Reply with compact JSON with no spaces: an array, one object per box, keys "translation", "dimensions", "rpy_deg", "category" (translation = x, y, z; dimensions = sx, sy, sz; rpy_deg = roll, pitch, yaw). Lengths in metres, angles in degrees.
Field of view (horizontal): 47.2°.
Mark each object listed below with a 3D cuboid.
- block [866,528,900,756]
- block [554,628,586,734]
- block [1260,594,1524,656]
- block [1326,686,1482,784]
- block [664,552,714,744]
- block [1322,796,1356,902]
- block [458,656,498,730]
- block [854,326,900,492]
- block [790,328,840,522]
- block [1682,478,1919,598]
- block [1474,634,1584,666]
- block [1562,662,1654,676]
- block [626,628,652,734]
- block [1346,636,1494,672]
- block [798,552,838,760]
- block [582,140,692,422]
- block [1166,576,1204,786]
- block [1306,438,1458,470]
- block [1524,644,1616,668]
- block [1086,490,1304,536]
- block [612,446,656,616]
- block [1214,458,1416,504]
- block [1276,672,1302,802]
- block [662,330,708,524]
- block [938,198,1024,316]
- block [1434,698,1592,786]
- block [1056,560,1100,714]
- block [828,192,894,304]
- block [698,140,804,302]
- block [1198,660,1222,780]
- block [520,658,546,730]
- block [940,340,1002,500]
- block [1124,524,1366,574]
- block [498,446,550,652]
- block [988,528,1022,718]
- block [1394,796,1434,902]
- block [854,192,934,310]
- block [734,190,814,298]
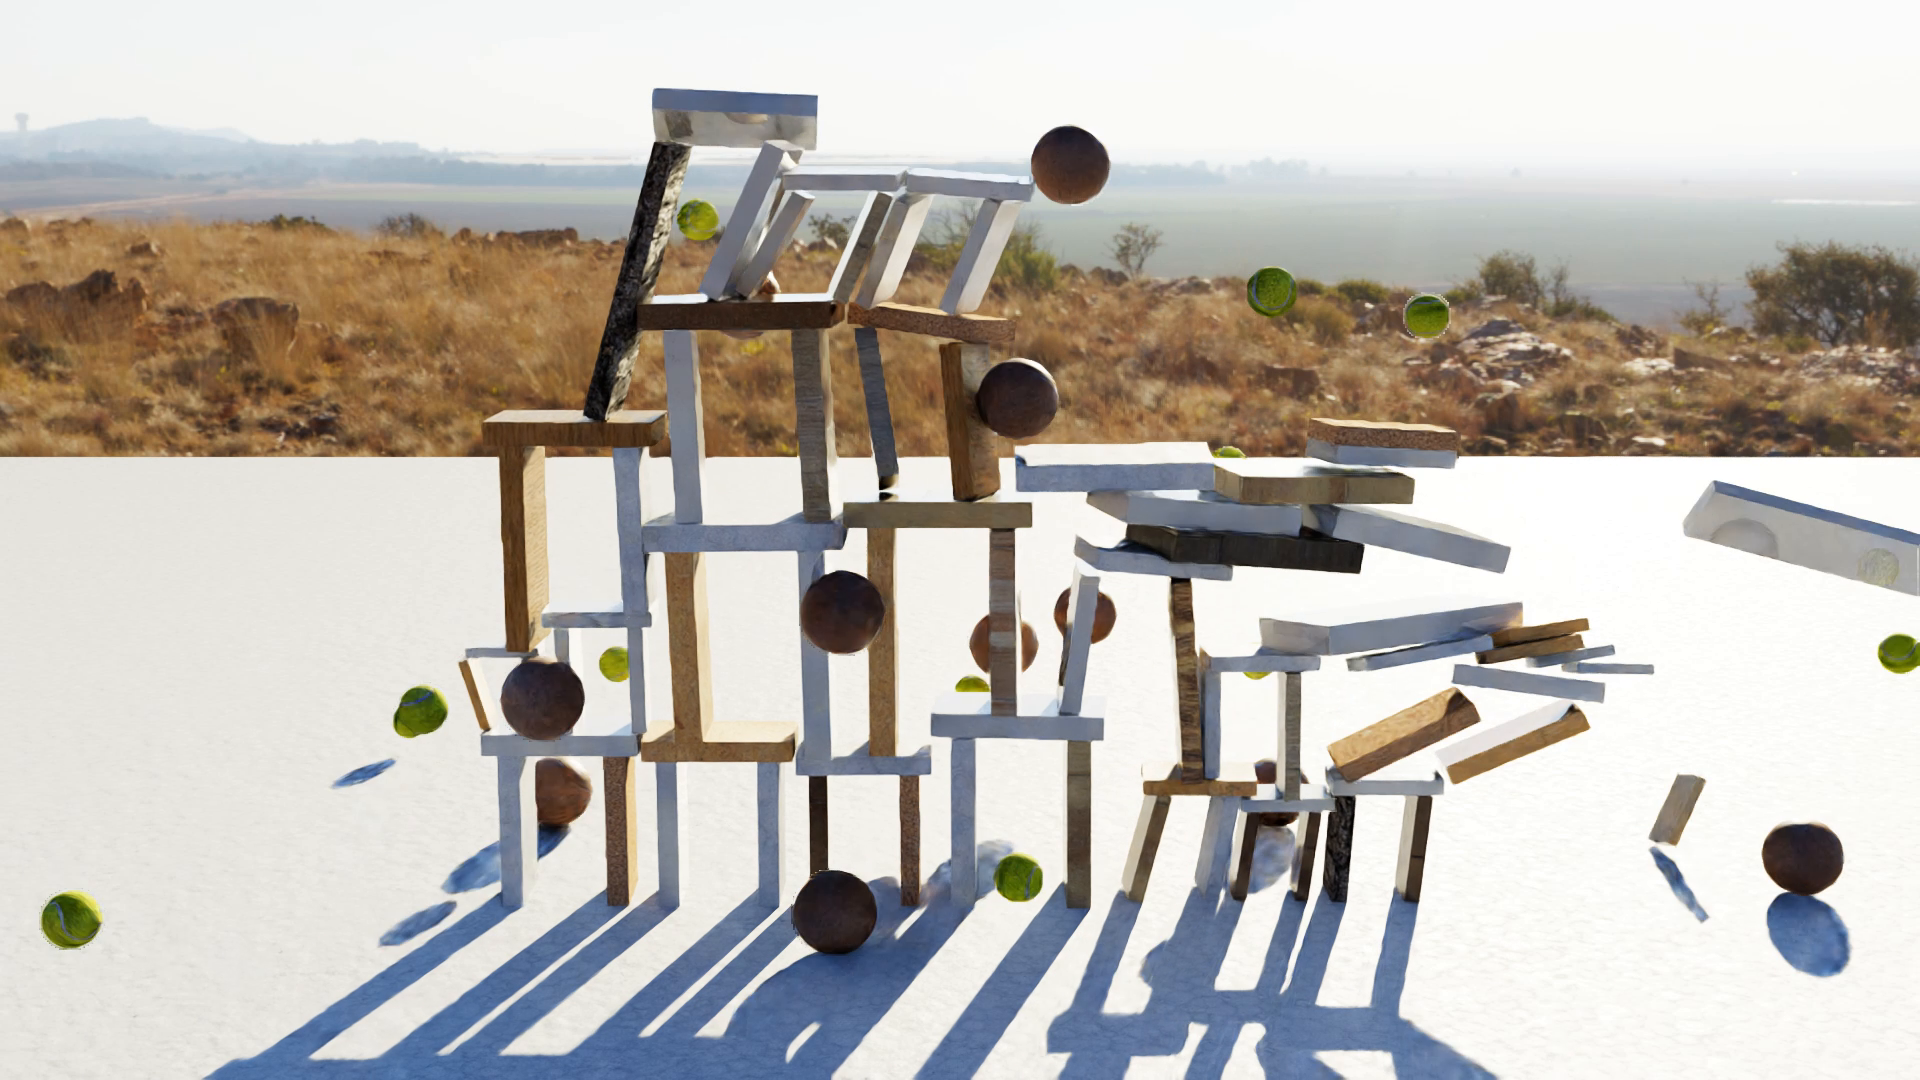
[{"translation":[-0.125,0.155,3.594],"dimensions":[0.043,0.371,0.151],"rpy_deg":[0,8,1],"category":"block"},{"translation":[-0.639,0.219,3.596],"dimensions":[0.025,0.176,0.088],"rpy_deg":[0,11,3],"category":"block"},{"translation":[0.716,0.138,3.636],"dimensions":[0.424,0.048,0.171],"rpy_deg":[-5,6,-31],"category":"block"},{"translation":[0.728,0.319,3.617],"dimensions":[0.238,0.034,0.119],"rpy_deg":[-26,10,3],"category":"block"},{"translation":[-0.441,0.160,3.584],"dimensions":[0.044,0.314,0.157],"rpy_deg":[-2,11,1],"category":"block"},{"translation":[0.630,0.499,3.656],"dimensions":[0.026,0.182,0.091],"rpy_deg":[3,10,-1],"category":"block"},{"translation":[-0.790,0.248,3.608],"dimensions":[0.017,0.119,0.059],"rpy_deg":[-16,10,3],"category":"block"},{"translation":[-0.136,-0.214,3.592],"dimensions":[0.035,0.248,0.124],"rpy_deg":[-9,-8,-3],"category":"block"},{"translation":[-0.231,-0.193,3.522],"dimensions":[0.043,0.304,0.152],"rpy_deg":[-3,10,2],"category":"block"},{"translation":[1.509,0.021,3.652],"dimensions":[0.611,0.109,0.031],"rpy_deg":[14,46,-6],"category":"block"},{"translation":[0.935,0.180,3.614],"dimensions":[0.160,0.023,0.080],"rpy_deg":[-10,-4,0],"category":"block"},{"translation":[1.072,0.213,3.641],"dimensions":[0.132,0.019,0.066],"rpy_deg":[2,-3,-7],"category":"block"},{"translation":[-0.524,0.218,3.596],"dimensions":[0.025,0.176,0.088],"rpy_deg":[-1,11,-3],"category":"block"},{"translation":[0.750,0.186,3.589],"dimensions":[0.224,0.023,0.080],"rpy_deg":[-9,-1,-14],"category":"block"},{"translation":[-0.231,0.172,3.583],"dimensions":[0.044,0.342,0.157],"rpy_deg":[-1,11,0],"category":"block"},{"translation":[-0.509,-0.409,3.472],"dimensions":[0.036,0.443,0.128],"rpy_deg":[17,12,1],"category":"block"},{"translation":[0.364,0.217,3.573],"dimensions":[0.032,0.342,0.114],"rpy_deg":[-4,15,1],"category":"block"},{"translation":[0.691,-0.142,3.611],"dimensions":[0.218,0.031,0.109],"rpy_deg":[2,9,-18],"category":"block"},{"translation":[1.007,0.191,3.632],"dimensions":[0.132,0.019,0.066],"rpy_deg":[-9,-2,-4],"category":"block"},{"translation":[0.373,-0.054,3.507],"dimensions":[0.307,0.043,0.153],"rpy_deg":[4,11,-22],"category":"block"},{"translation":[-0.524,-0.026,3.550],"dimensions":[0.038,0.270,0.135],"rpy_deg":[-2,11,-1],"category":"block"},{"translation":[0.563,-0.095,3.568],"dimensions":[0.307,0.043,0.153],"rpy_deg":[0,12,-19],"category":"block"},{"translation":[0.539,0.311,3.606],"dimensions":[0.026,0.215,0.090],"rpy_deg":[-1,12,-1],"category":"block"},{"translation":[-0.438,-0.190,3.522],"dimensions":[0.043,0.304,0.152],"rpy_deg":[-3,11,-3],"category":"block"},{"translation":[0.034,-0.454,3.499],"dimensions":[0.028,0.194,0.097],"rpy_deg":[31,22,16],"category":"block"},{"translation":[0.905,0.330,3.615],"dimensions":[0.239,0.034,0.119],"rpy_deg":[-23,5,6],"category":"block"},{"translation":[0.192,0.157,3.591],"dimensions":[0.032,0.229,0.114],"rpy_deg":[7,11,-3],"category":"block"},{"translation":[-0.156,-0.468,3.459],"dimensions":[0.026,0.182,0.091],"rpy_deg":[22,13,-12],"category":"block"},{"translation":[-0.328,-0.502,3.451],"dimensions":[0.036,0.256,0.128],"rpy_deg":[27,13,3],"category":"block"},{"translation":[0.408,0.291,3.600],"dimensions":[0.026,0.181,0.090],"rpy_deg":[-1,10,-2],"category":"block"},{"translation":[-0.700,0.246,3.607],"dimensions":[0.017,0.119,0.059],"rpy_deg":[-4,11,1],"category":"block"},{"translation":[0.018,-0.196,3.543],"dimensions":[0.035,0.247,0.124],"rpy_deg":[-3,7,22],"category":"block"},{"translation":[0.457,0.002,3.531],"dimensions":[0.341,0.048,0.171],"rpy_deg":[4,11,-23],"category":"block"},{"translation":[-0.706,0.003,3.571],"dimensions":[0.038,0.336,0.135],"rpy_deg":[1,11,4],"category":"block"},{"translation":[0.074,0.123,3.583],"dimensions":[0.043,0.301,0.151],"rpy_deg":[0,10,4],"category":"block"},{"translation":[0.754,0.500,3.654],"dimensions":[0.026,0.182,0.091],"rpy_deg":[5,11,0],"category":"block"},{"translation":[-0.105,-0.469,3.527],"dimensions":[0.028,0.194,0.097],"rpy_deg":[31,31,11],"category":"block"},{"translation":[-0.293,-0.471,3.487],"dimensions":[0.026,0.182,0.091],"rpy_deg":[32,11,-2],"category":"block"}]
